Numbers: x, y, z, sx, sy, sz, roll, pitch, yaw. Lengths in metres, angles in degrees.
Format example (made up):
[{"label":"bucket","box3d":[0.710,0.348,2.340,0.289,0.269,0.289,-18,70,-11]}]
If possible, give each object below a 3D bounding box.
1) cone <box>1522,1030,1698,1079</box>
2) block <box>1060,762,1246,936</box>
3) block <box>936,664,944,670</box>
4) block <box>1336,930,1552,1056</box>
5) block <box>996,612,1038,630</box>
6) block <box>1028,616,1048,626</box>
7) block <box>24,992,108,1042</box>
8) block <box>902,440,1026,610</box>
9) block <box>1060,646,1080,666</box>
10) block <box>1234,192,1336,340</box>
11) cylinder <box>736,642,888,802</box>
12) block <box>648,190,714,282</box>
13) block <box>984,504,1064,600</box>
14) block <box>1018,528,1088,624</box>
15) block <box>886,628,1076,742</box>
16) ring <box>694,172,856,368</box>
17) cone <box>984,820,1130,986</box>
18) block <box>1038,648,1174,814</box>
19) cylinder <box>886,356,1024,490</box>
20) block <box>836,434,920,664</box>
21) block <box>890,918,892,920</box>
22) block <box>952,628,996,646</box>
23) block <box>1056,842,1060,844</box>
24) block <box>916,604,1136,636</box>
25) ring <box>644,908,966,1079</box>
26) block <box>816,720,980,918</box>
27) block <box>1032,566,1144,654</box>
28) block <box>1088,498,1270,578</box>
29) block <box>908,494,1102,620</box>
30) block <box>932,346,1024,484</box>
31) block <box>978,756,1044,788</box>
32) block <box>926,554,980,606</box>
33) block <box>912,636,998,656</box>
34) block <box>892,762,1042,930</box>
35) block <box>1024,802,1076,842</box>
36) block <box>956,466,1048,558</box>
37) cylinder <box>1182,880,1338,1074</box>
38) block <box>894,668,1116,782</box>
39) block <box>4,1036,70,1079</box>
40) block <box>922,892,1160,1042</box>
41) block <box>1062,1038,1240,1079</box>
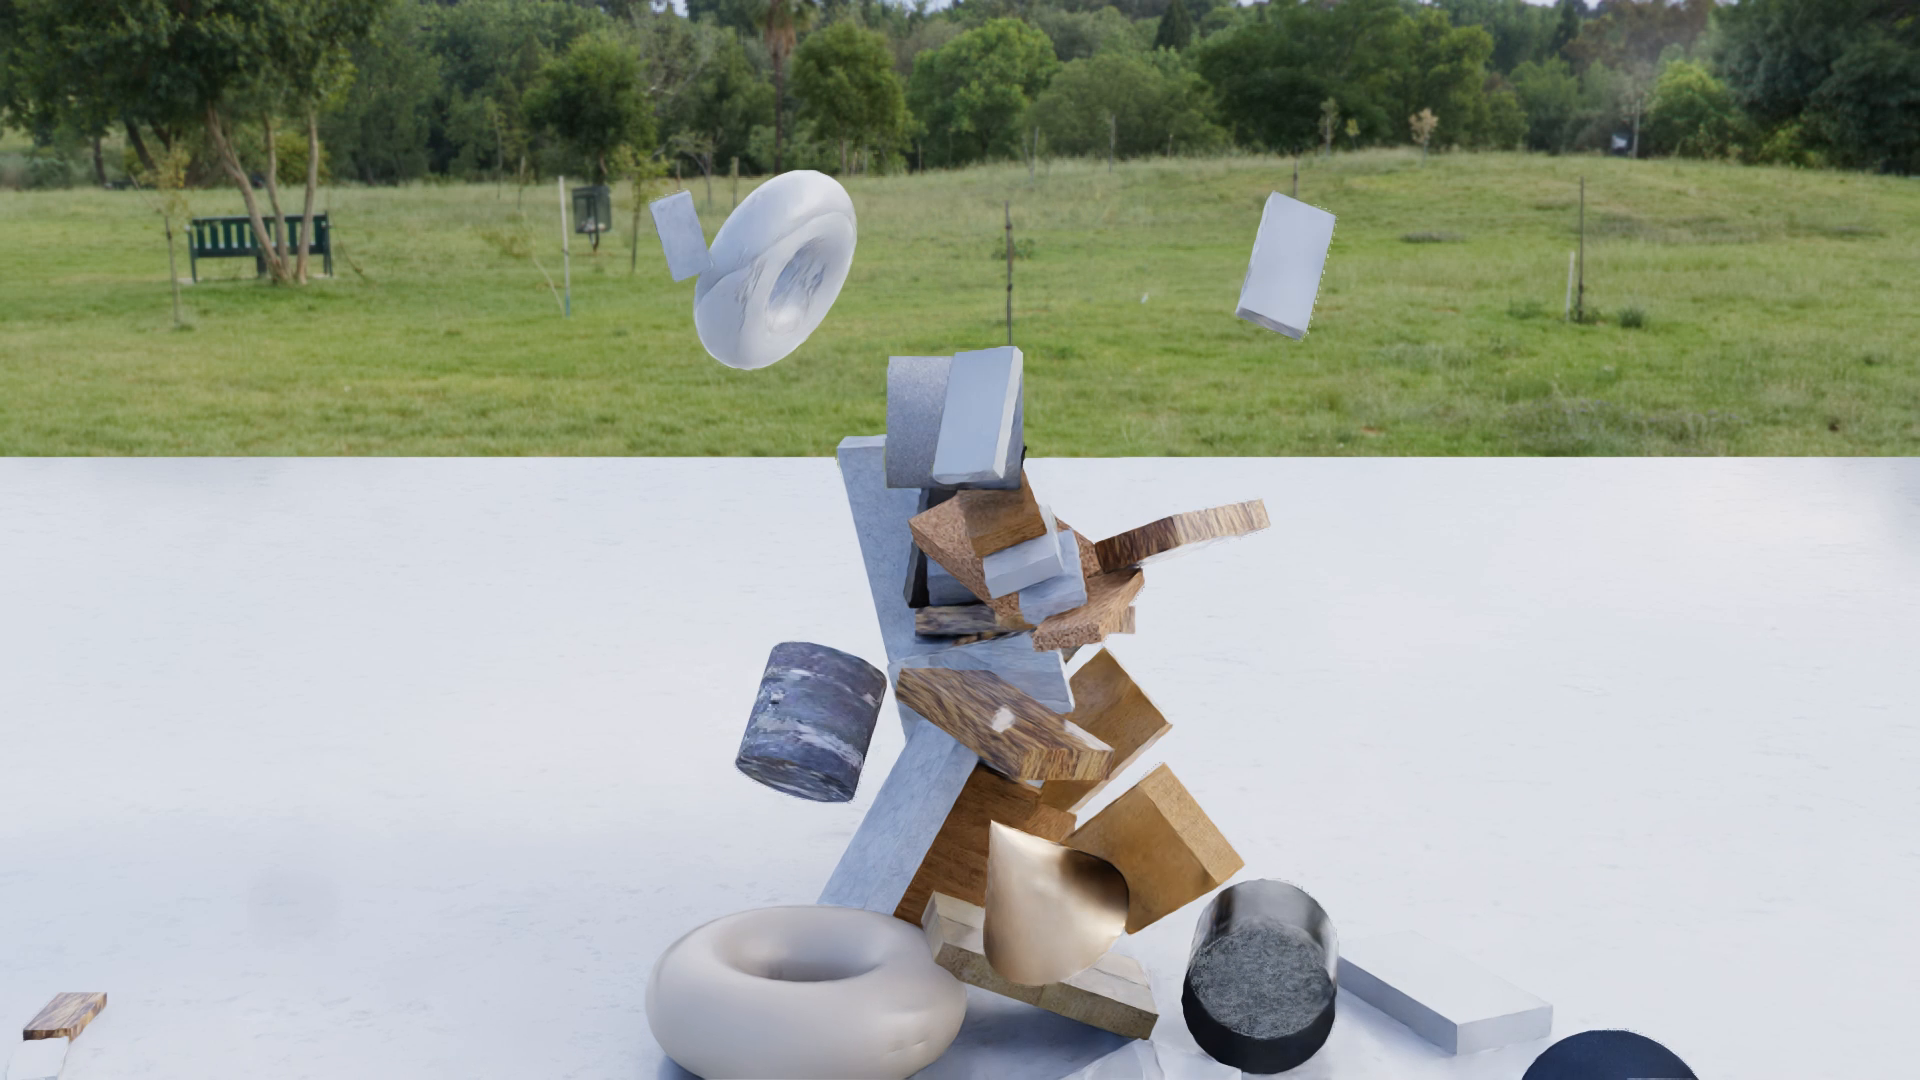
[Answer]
[{"label":"cone","box3d":[0.809,0.716,2.644,0.237,0.237,0.237,6,-11,30]},{"label":"block","box3d":[0.253,0.426,2.984,0.047,0.165,0.387,-35,-8,-22]},{"label":"block","box3d":[-0.004,0.261,3.448,0.130,0.065,0.018,38,-20,3]},{"label":"block","box3d":[0.688,0.654,3.199,0.163,0.046,0.327,-5,12,-24]},{"label":"block","box3d":[0.141,0.126,3.615,0.149,0.021,0.074,-3,11,-18]},{"label":"block","box3d":[0.162,0.110,3.493,0.065,0.018,0.270,25,13,9]},{"label":"block","box3d":[-1.274,0.680,3.135,0.067,0.019,0.133,0,11,0]},{"label":"block","box3d":[0.007,-0.031,3.961,0.166,0.331,0.047,1,27,-18]},{"label":"block","box3d":[0.150,0.210,3.608,0.148,0.021,0.074,-46,-9,-24]},{"label":"block","box3d":[0.521,-0.439,3.510,0.111,0.222,0.031,20,-23,-7]},{"label":"cylinder","box3d":[-0.243,0.301,3.623,0.202,0.202,0.202,14,-22,6]},{"label":"block","box3d":[-0.469,-0.510,3.699,0.070,0.139,0.020,-22,31,-12]},{"label":"block","box3d":[0.092,0.015,3.277,0.111,0.031,0.222,-21,19,7]},{"label":"block","box3d":[0.133,0.052,3.267,0.095,0.027,0.191,-18,27,7]},{"label":"block","box3d":[0.033,0.231,3.482,0.272,0.136,0.039,-13,5,12]},{"label":"ring","box3d":[-0.358,-0.526,4.300,0.140,0.421,0.421,33,22,18]},{"label":"cone","box3d":[0.085,0.441,2.934,0.217,0.217,0.217,-19,38,16]},{"label":"block","box3d":[0.182,0.372,3.837,0.176,0.352,0.050,50,6,22]},{"label":"cylinder","box3d":[-0.008,-0.177,3.334,0.201,0.201,0.201,1,11,0]},{"label":"block","box3d":[-0.069,0.140,4.130,0.166,0.733,0.047,-1,29,22]},{"label":"block","box3d":[-0.113,0.620,3.454,0.067,0.019,0.133,-3,11,-18]},{"label":"block","box3d":[0.036,0.223,3.660,0.070,0.139,0.020,-18,25,-14]},{"label":"block","box3d":[0.045,0.539,3.509,0.391,0.136,0.039,6,-20,14]},{"label":"block","box3d":[0.115,0.144,3.927,0.352,0.050,0.176,-3,-6,31]},{"label":"ring","box3d":[-0.213,0.632,3.048,0.446,0.149,0.446,1,10,0]},{"label":"block","box3d":[-0.087,0.427,3.344,0.047,0.330,0.165,37,-20,-20]},{"label":"block","box3d":[0.201,0.101,3.337,0.095,0.027,0.551,-10,5,12]},{"label":"block","box3d":[0.354,-0.005,3.575,0.172,0.049,0.345,-21,-6,32]},{"label":"block","box3d":[0.065,0.006,3.487,0.172,0.049,0.345,-27,28,-14]},{"label":"block","box3d":[0.025,-0.171,3.000,0.095,0.191,0.027,-4,-27,30]},{"label":"block","box3d":[0.071,0.351,3.389,0.065,0.018,0.130,25,-5,-28]},{"label":"block","box3d":[0.031,0.054,3.778,0.172,0.049,0.345,-8,-10,-2]},{"label":"block","box3d":[0.003,0.350,3.991,0.176,0.352,0.050,0,15,-1]},{"label":"block","box3d":[0.005,0.483,3.408,0.136,0.272,0.039,24,8,-13]},{"label":"block","box3d":[0.070,0.474,3.755,0.232,0.033,0.116,17,27,16]},{"label":"block","box3d":[0.062,-0.044,3.351,0.111,0.031,0.222,-19,21,2]},{"label":"cylinder","box3d":[0.418,0.601,3.046,0.205,0.205,0.205,2,11,10]},{"label":"block","box3d":[0.062,0.271,3.264,0.165,0.047,0.330,4,16,-36]},{"label":"block","box3d":[-1.247,0.710,2.972,0.067,0.019,0.133,-3,11,-16]},{"label":"block","box3d":[0.111,0.602,3.107,0.327,0.046,0.163,21,13,-11]},{"label":"block","box3d":[0.151,0.737,2.743,0.163,0.046,0.473,7,13,40]}]
